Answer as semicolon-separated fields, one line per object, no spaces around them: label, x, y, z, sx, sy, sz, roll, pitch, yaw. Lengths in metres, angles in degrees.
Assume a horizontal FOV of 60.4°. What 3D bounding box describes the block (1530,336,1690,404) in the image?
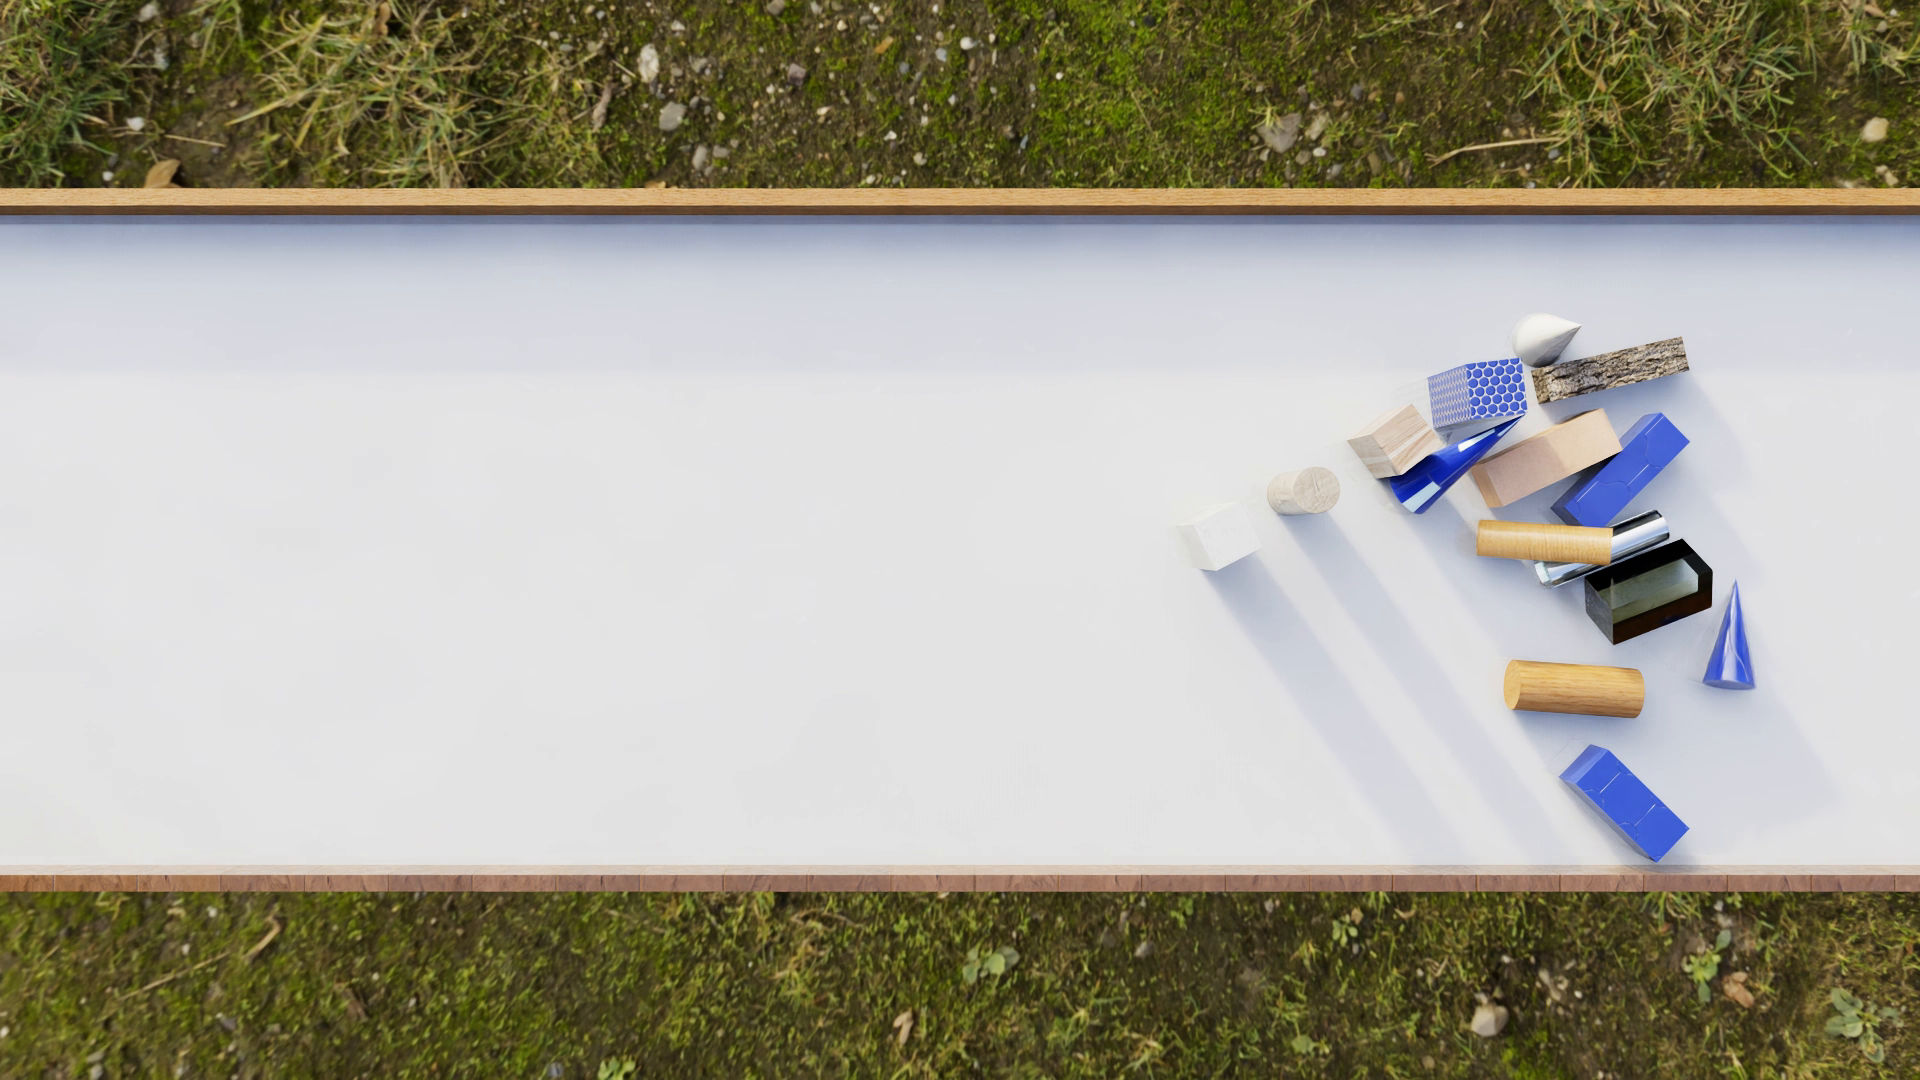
block;1.978;-0.516;5.023;0.429;0.106;0.106;-13;90;0

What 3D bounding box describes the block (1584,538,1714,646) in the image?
block;2.071;0.156;4.965;0.319;0.158;0.158;-21;130;0

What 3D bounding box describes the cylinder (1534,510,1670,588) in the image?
cylinder;1.954;0.028;5.024;0.384;0.106;0.106;-22;90;0

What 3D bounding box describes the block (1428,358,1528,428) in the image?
block;1.527;-0.431;4.883;0.159;0.387;0.159;-7;90;0

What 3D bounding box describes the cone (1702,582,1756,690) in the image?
cone;2.361;0.279;5.041;0.146;0.146;0.334;10;78;0

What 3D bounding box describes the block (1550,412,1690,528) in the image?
block;2.004;-0.197;5.014;0.406;0.126;0.126;-45;90;0

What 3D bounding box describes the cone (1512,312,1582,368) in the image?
cone;1.783;-0.616;4.901;0.172;0.351;0.172;0;90;0

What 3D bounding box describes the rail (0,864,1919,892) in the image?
rail;-2.247;1.025;5.001;12.000;0.150;0.050;0;90;0

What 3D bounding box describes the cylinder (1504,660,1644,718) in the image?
cylinder;1.860;0.452;5.001;0.372;0.151;0.151;4;90;0

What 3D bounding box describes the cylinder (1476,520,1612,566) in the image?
cylinder;1.754;0.007;4.957;0.378;0.111;0.111;5;90;21

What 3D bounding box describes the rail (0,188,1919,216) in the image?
rail;-2.247;-1.025;5.002;12.000;0.150;0.050;0;90;0

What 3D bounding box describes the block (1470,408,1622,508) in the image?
block;1.775;-0.248;5.006;0.397;0.141;0.141;-25;90;0

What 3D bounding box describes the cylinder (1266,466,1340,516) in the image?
cylinder;1.010;-0.142;4.873;0.133;0.407;0.133;0;90;0

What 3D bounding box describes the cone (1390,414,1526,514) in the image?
cone;1.494;-0.256;4.869;0.163;0.163;0.447;50;131;0

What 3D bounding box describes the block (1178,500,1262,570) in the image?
block;0.767;-0.012;4.898;0.149;0.356;0.149;-27;90;0

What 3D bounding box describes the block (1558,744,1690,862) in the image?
block;2.013;0.797;5.005;0.339;0.142;0.142;44;90;0

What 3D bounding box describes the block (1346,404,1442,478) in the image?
block;1.293;-0.292;4.924;0.147;0.304;0.147;-37;90;0
